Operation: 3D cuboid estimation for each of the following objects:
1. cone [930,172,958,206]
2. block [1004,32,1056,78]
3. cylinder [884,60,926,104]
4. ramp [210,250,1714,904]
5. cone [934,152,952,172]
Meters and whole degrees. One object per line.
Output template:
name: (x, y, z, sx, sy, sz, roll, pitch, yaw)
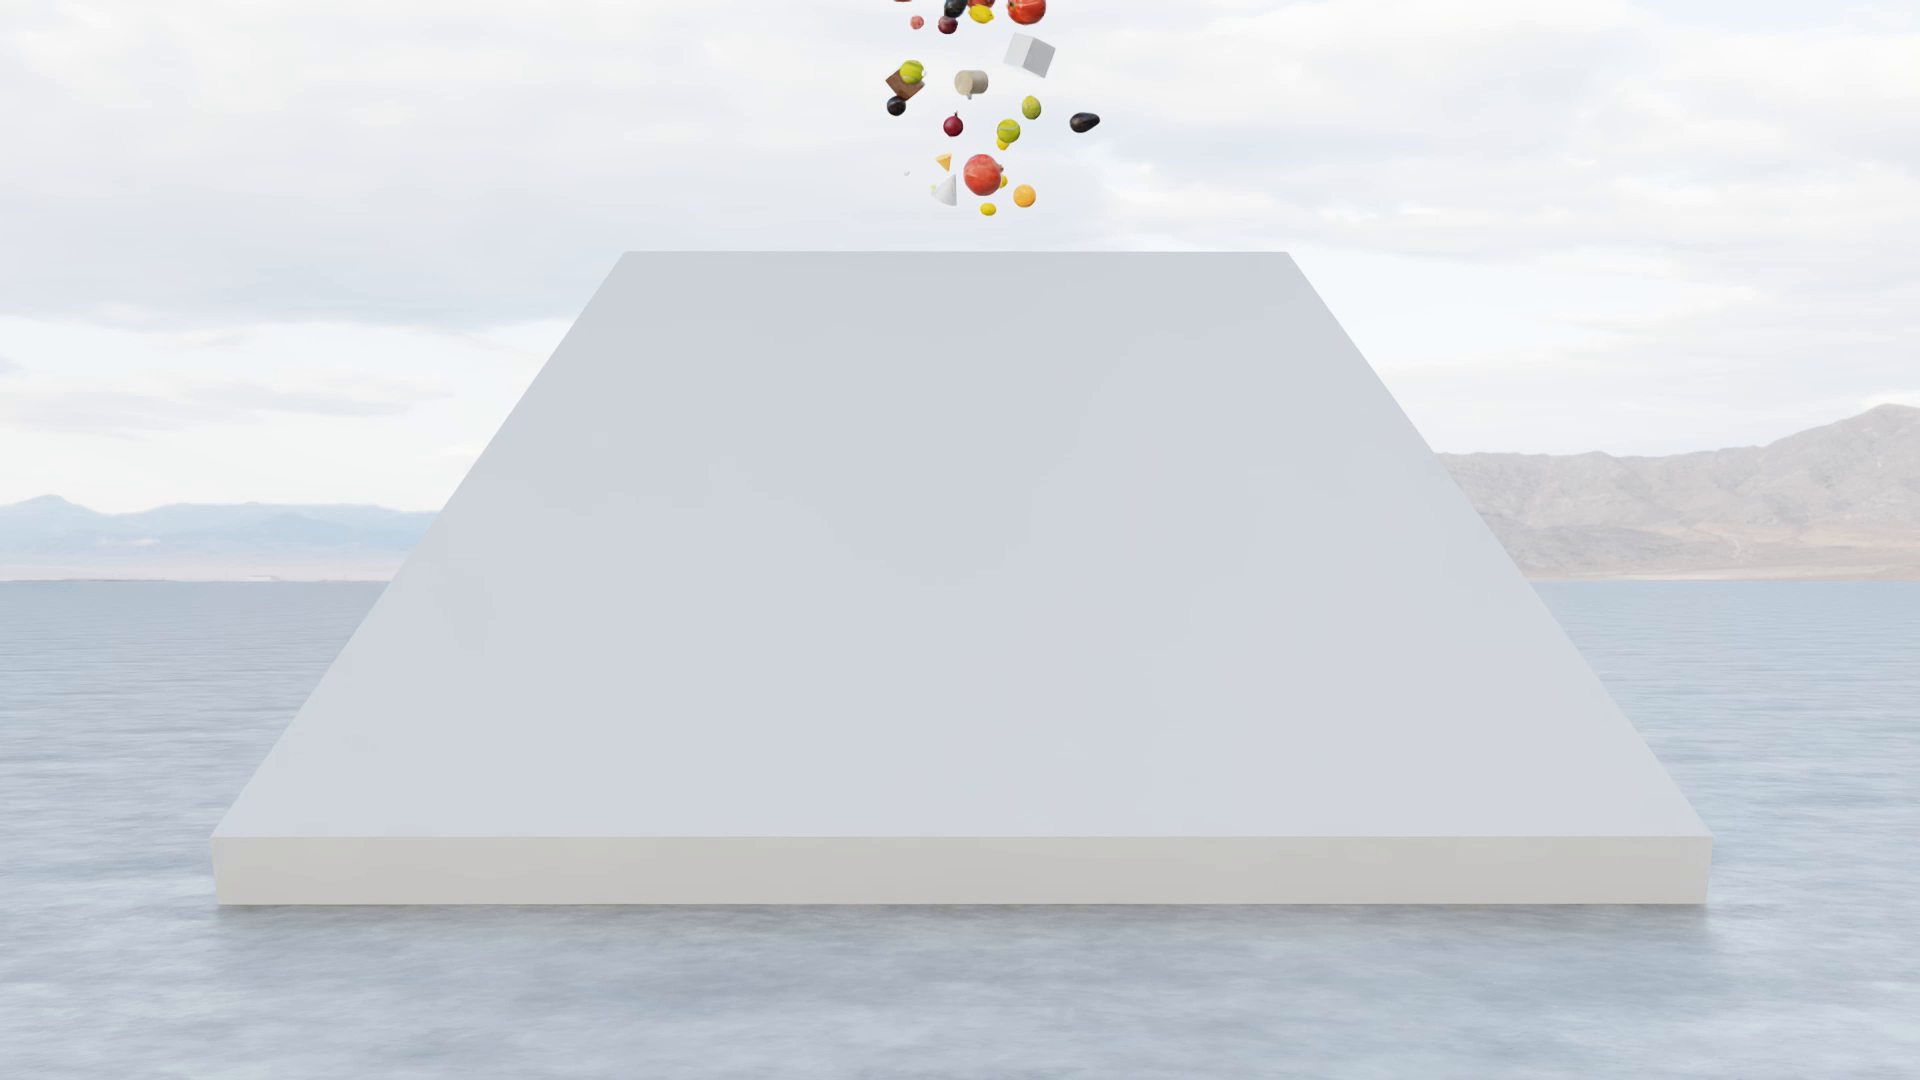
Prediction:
cone: (-0.030, -1.048, 6.638, 0.089, 0.089, 0.089, 22, 24, -10)
block: (0.198, -1.379, 6.383, 0.092, 0.092, 0.092, 16, 8, -41)
cylinder: (-0.162, -1.348, 6.601, 0.088, 0.088, 0.088, -38, 14, 12)
ramp: (-0.004, -0.192, 4.896, 2.000, 0.100, 4.000, 0, 18, 0)
cone: (-0.039, -1.055, 6.306, 0.050, 0.050, 0.050, -16, 25, 8)
